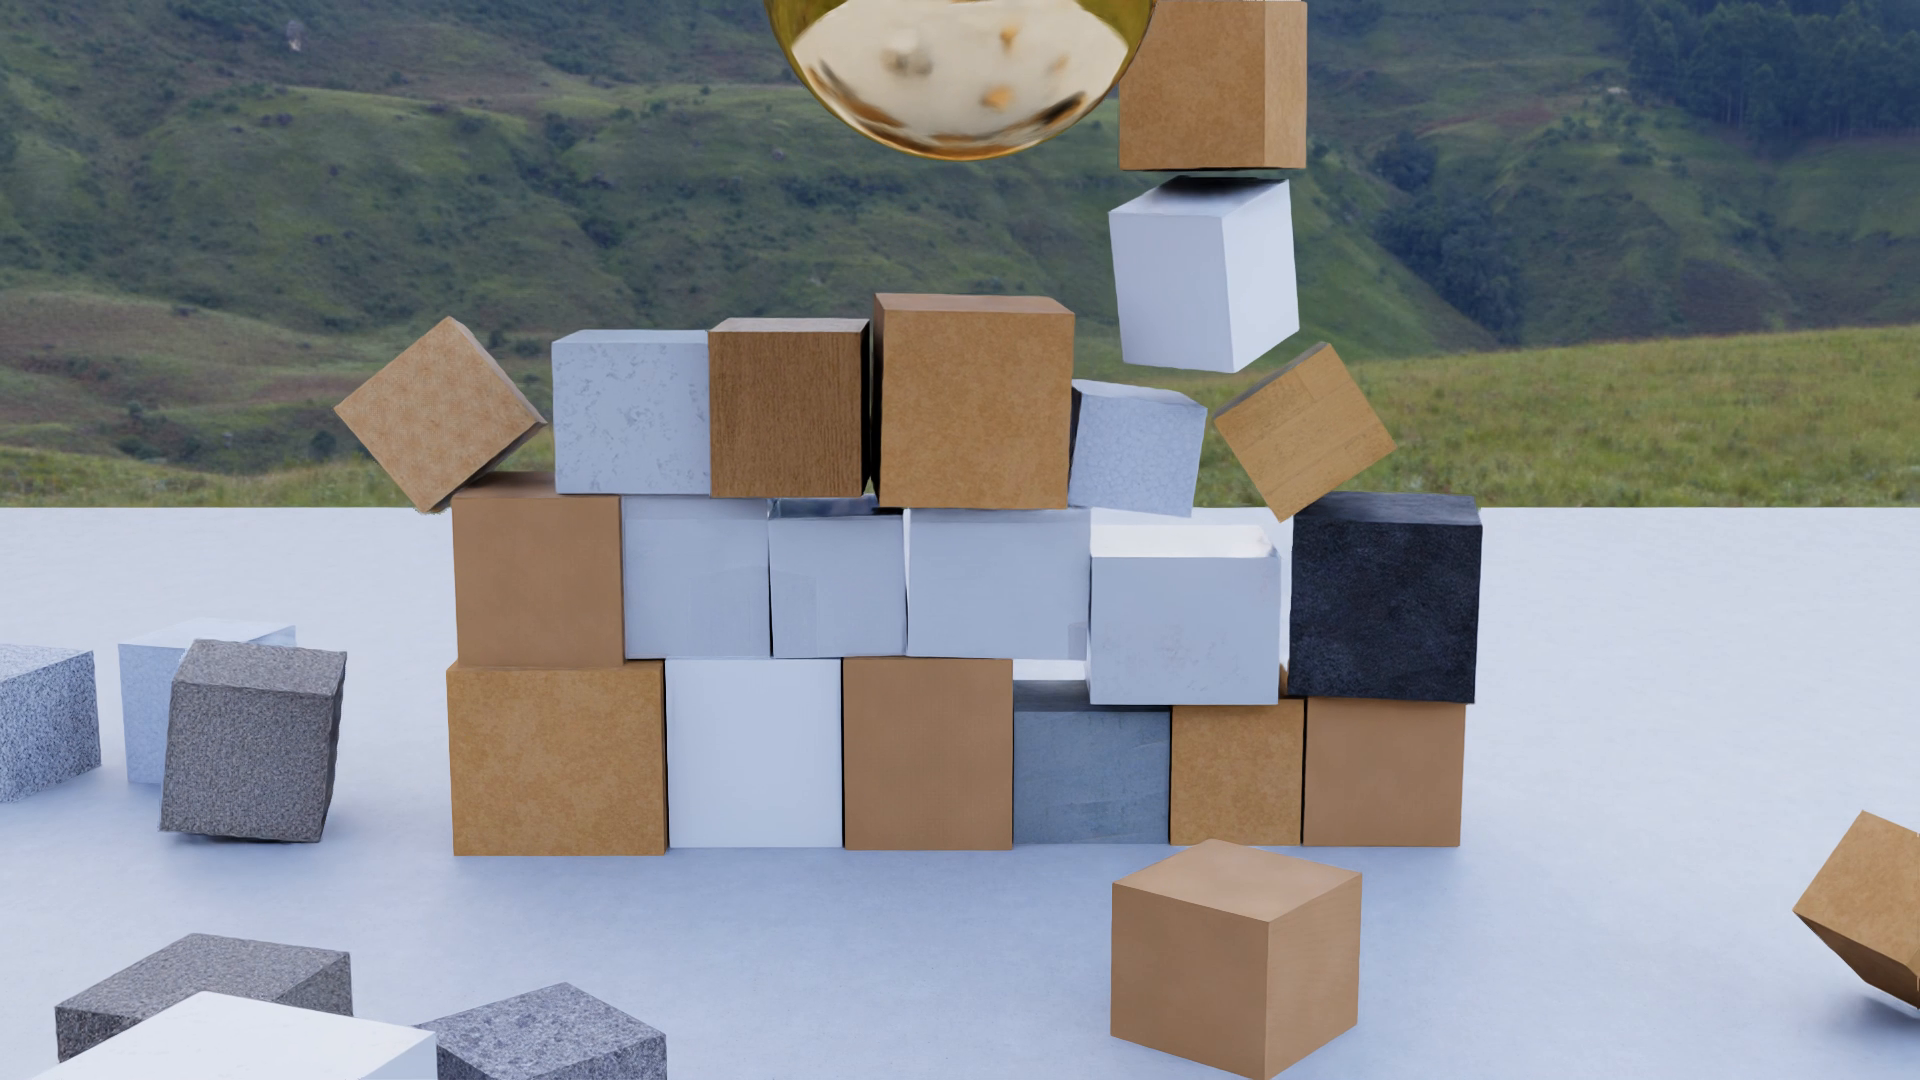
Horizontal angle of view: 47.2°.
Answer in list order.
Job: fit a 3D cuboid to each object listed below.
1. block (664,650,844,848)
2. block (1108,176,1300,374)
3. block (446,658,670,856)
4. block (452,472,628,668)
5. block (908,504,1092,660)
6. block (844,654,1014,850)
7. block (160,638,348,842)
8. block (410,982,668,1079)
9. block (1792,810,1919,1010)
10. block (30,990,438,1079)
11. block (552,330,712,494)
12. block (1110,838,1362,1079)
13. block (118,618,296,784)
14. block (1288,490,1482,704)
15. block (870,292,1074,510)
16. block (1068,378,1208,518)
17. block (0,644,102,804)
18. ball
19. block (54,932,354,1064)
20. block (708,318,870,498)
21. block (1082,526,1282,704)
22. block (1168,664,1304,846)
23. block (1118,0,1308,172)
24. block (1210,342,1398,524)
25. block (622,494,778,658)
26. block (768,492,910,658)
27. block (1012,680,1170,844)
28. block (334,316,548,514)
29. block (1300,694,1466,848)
[{"bbox_3d":[-1.028,0.998,11.377,0.868,0.965,0.819,0,10,0],"label":"block"},{"bbox_3d":[1.221,-1.333,10.936,0.627,0.778,0.693,8,27,34],"label":"block"},{"bbox_3d":[-1.997,1.013,11.355,1.045,0.945,1.036,0,10,0],"label":"block"},{"bbox_3d":[-2.069,0.134,11.185,0.811,0.845,0.855,0,10,0],"label":"block"},{"bbox_3d":[0.195,0.143,11.194,0.884,0.755,0.802,1,10,0],"label":"block"},{"bbox_3d":[-0.156,0.993,11.369,0.837,0.978,0.897,0,10,0],"label":"block"},{"bbox_3d":[-3.626,1.023,11.333,0.773,0.784,0.762,6,12,-12],"label":"block"},{"bbox_3d":[-1.393,1.918,7.297,0.599,0.615,0.616,-9,14,-41],"label":"block"},{"bbox_3d":[3.858,1.539,8.834,0.608,0.508,0.585,40,-6,-27],"label":"block"},{"bbox_3d":[-2.174,1.943,6.626,0.892,0.805,0.796,4,11,22],"label":"block"},{"bbox_3d":[-1.580,-0.654,11.037,0.772,0.737,0.754,0,10,1],"label":"block"},{"bbox_3d":[1.098,1.646,8.735,0.709,0.636,0.718,8,13,38],"label":"block"},{"bbox_3d":[-4.207,0.909,12.380,0.651,0.783,0.709,3,11,17],"label":"block"},{"bbox_3d":[2.159,0.266,11.209,0.904,0.883,0.934,2,10,10],"label":"block"},{"bbox_3d":[0.038,-0.711,11.022,0.913,0.955,0.899,1,12,-6],"label":"block"},{"bbox_3d":[0.832,-0.475,11.127,0.627,0.549,0.673,6,10,-8],"label":"block"},{"bbox_3d":[-5.373,0.998,12.196,0.808,0.673,0.760,3,11,15],"label":"block"},{"bbox_3d":[0.000,-2.307,8.693,1.600,1.600,1.600,0,10,0],"label":"ball"},{"bbox_3d":[-2.584,1.834,7.606,0.658,0.670,0.728,3,11,17],"label":"block"},{"bbox_3d":[-0.832,-0.670,10.942,0.727,0.802,0.799,0,10,1],"label":"block"},{"bbox_3d":[1.111,0.367,11.230,0.923,0.739,0.909,0,10,1],"label":"block"},{"bbox_3d":[1.387,1.100,11.390,0.653,0.760,0.752,0,10,0],"label":"block"},{"bbox_3d":[1.249,-2.233,10.815,0.739,0.811,0.664,3,9,26],"label":"block"},{"bbox_3d":[1.727,-0.556,11.132,0.683,0.609,0.647,-33,2,8],"label":"block"},{"bbox_3d":[-1.304,0.115,11.207,0.717,0.835,0.702,0,10,0],"label":"block"},{"bbox_3d":[-0.602,0.168,11.206,0.666,0.706,0.726,-2,10,0],"label":"block"},{"bbox_3d":[0.660,1.138,11.379,0.781,0.689,0.661,0,10,0],"label":"block"},{"bbox_3d":[-2.650,-0.633,11.305,0.729,0.683,0.701,-40,5,-3],"label":"block"},{"bbox_3d":[2.129,1.088,11.369,0.787,0.790,0.754,0,10,1],"label":"block"}]
